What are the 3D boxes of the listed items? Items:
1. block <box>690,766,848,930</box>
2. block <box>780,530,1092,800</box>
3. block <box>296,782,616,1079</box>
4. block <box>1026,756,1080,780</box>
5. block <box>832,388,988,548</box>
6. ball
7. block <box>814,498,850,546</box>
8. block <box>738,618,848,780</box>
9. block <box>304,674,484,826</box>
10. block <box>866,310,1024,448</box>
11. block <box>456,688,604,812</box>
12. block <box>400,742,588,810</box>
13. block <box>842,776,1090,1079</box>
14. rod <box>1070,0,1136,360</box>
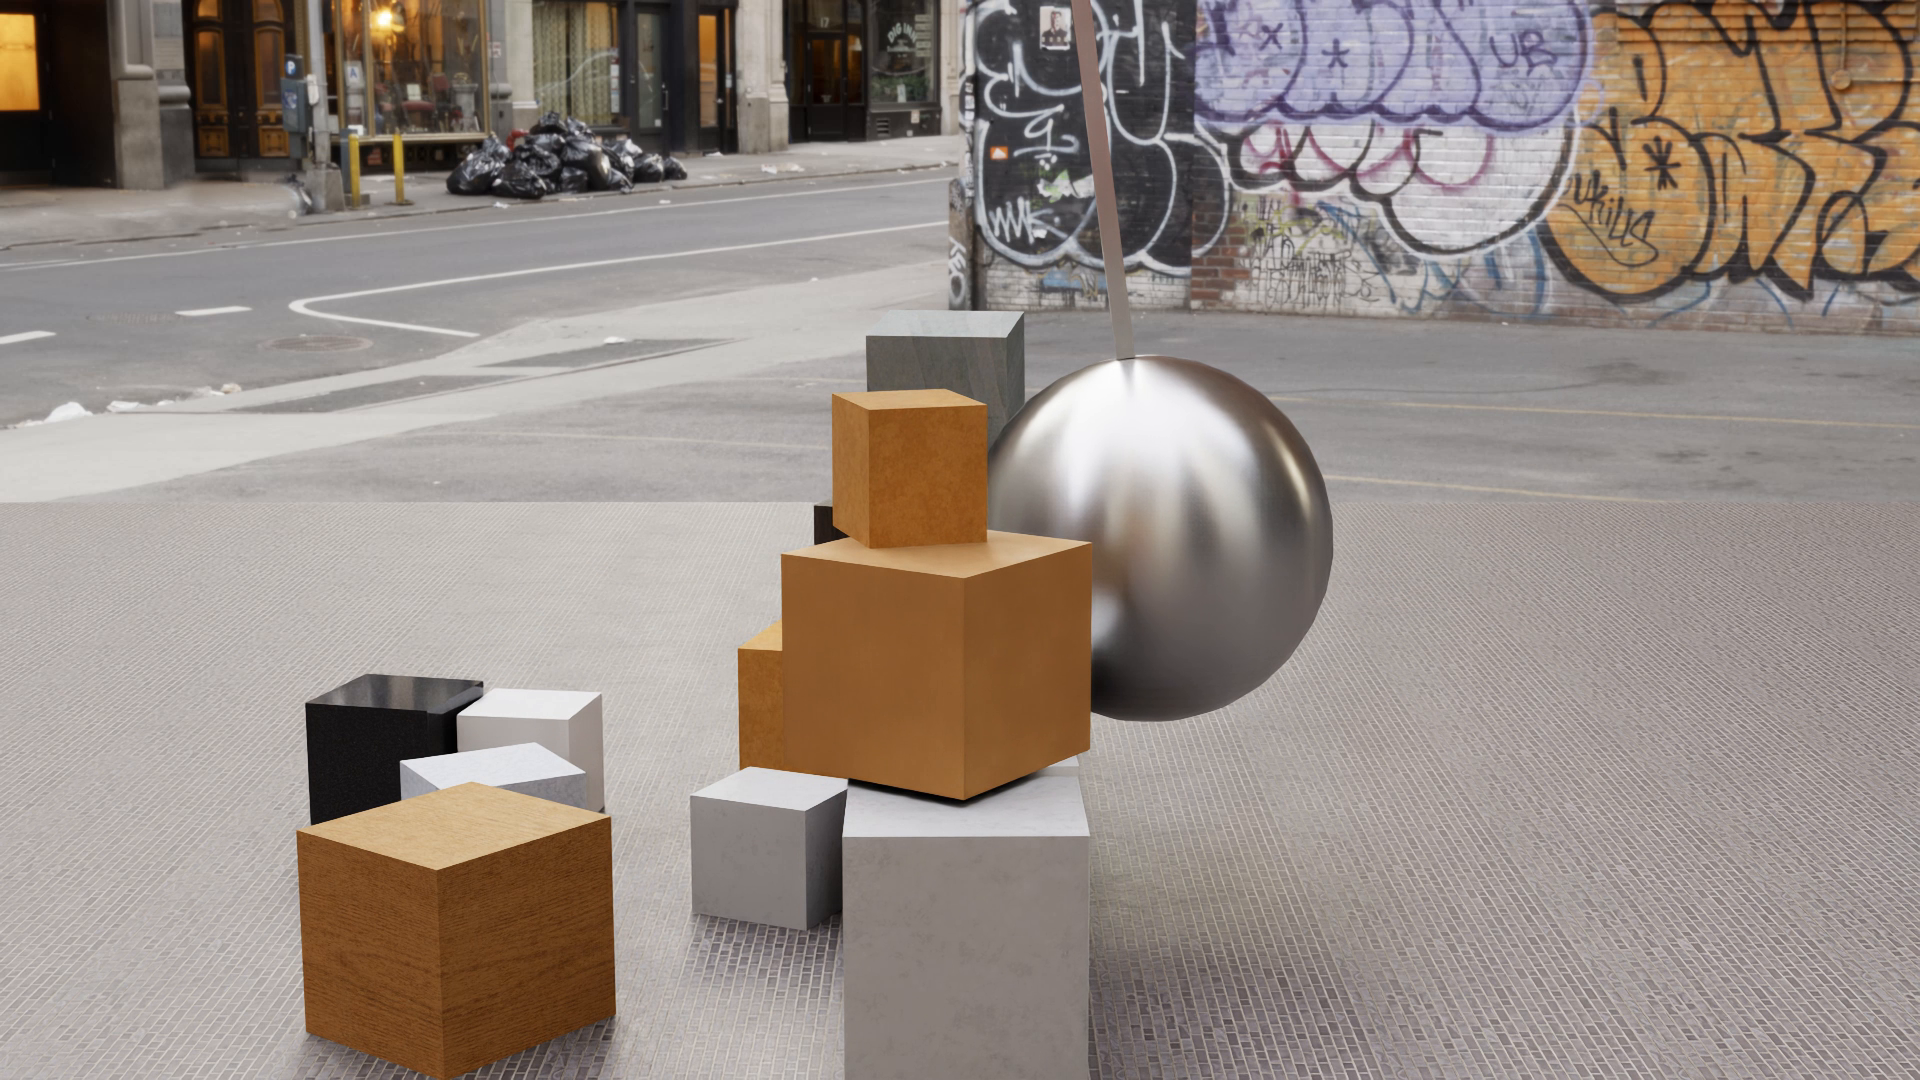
[{"bbox_3d":[-0.779,1.306,10.937,0.552,0.516,0.499,5,11,25],"label":"block"},{"bbox_3d":[-0.080,0.423,9.580,0.816,0.801,0.843,7,12,34],"label":"block"},{"bbox_3d":[-1.865,1.427,9.544,0.777,0.777,0.838,8,13,37],"label":"block"},{"bbox_3d":[-0.001,1.232,10.080,0.860,0.970,0.968,0,10,-2],"label":"block"},{"bbox_3d":[-0.197,-0.279,9.758,0.458,0.518,0.518,-3,11,-18],"label":"block"},{"bbox_3d":[0.823,-0.006,11.179,1.600,1.600,1.600,0,10,0],"label":"ball"},{"bbox_3d":[-0.275,0.082,12.093,0.639,0.569,0.646,3,11,17],"label":"block"},{"bbox_3d":[-0.410,0.905,11.874,0.991,0.971,0.895,2,11,13],"label":"block"},{"bbox_3d":[-2.655,1.028,12.131,0.614,0.638,0.610,3,11,14],"label":"block"},{"bbox_3d":[-0.058,-0.655,12.241,0.658,0.769,0.633,1,16,9],"label":"block"},{"bbox_3d":[-2.034,1.052,12.198,0.539,0.565,0.532,2,10,9],"label":"block"},{"bbox_3d":[-1.965,1.265,10.835,0.608,0.635,0.572,-6,12,-30],"label":"block"},{"bbox_3d":[0.017,1.405,9.229,0.848,0.933,0.756,0,10,-1],"label":"block"},{"bbox_3d":[0.357,-3.320,10.577,0.080,5.200,0.080,-8,10,1],"label":"rod"}]
